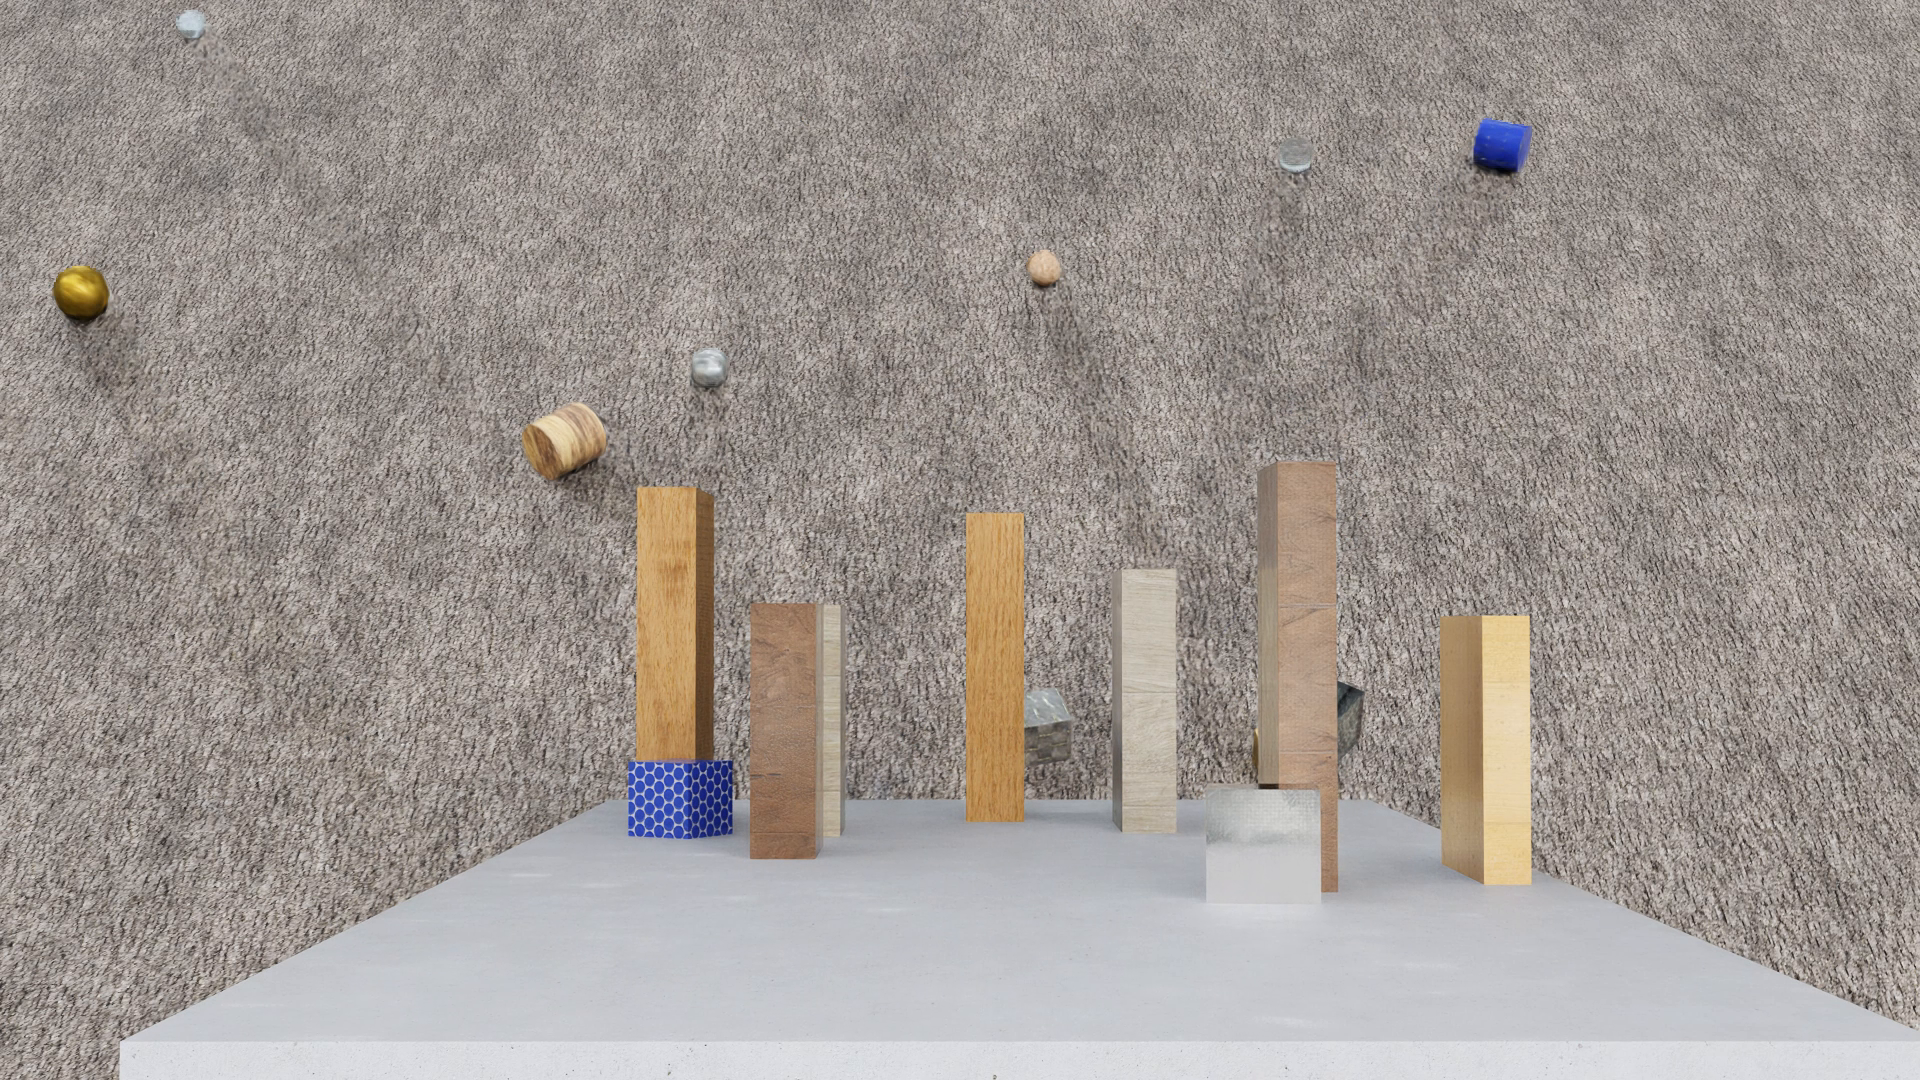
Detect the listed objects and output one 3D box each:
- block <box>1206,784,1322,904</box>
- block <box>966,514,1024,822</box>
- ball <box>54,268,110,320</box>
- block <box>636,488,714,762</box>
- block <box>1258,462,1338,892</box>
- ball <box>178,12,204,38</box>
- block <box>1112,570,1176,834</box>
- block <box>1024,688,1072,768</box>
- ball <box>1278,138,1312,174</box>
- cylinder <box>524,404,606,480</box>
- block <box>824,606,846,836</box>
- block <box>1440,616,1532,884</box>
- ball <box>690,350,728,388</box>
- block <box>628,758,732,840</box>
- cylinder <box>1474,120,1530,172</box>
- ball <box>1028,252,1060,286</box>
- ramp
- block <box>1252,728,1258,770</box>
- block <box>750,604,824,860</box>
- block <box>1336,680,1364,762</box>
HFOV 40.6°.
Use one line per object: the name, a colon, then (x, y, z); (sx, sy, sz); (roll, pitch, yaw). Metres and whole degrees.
block: (0.509, 0.508, 4.365); (0.187, 0.187, 0.187); (0, -2, 6)
block: (0.082, 0.302, 6.222); (0.135, 0.722, 0.279); (0, -2, 0)
ball: (-3.043, -0.853, 9.000); (0.180, 0.180, 0.180); (0, 35, 0)
block: (-0.657, 0.273, 6.024); (0.132, 0.769, 0.431); (0, -2, 0)
block: (0.597, 0.239, 4.618); (0.101, 0.741, 0.305); (0, -2, 0)
ball: (-3.228, -2.162, 10.909); (0.109, 0.109, 0.109); (0, 35, 0)
block: (0.418, 0.362, 5.927); (0.119, 0.582, 0.380); (0, -2, 0)
block: (0.216, 0.514, 7.105); (0.142, 0.142, 0.142); (-9, 36, -12)
ball: (1.281, -1.464, 9.908); (0.129, 0.129, 0.129); (0, 35, 0)
cylinder: (-1.252, -0.313, 8.233); (0.186, 0.186, 0.186); (29, 45, 35)
block: (-0.305, 0.397, 5.773); (0.089, 0.502, 0.261); (0, -2, 0)
block: (0.967, 0.378, 4.798); (0.083, 0.475, 0.407); (0, -2, 0)
ball: (-0.834, -0.572, 8.651); (0.125, 0.125, 0.125); (0, 35, 0)
block: (-0.611, 0.565, 5.688); (0.162, 0.162, 0.162); (-1, -2, 31)
cylinder: (2.069, -1.505, 9.930); (0.170, 0.170, 0.170); (15, 38, 20)
ball: (0.299, -0.960, 9.207); (0.117, 0.117, 0.117); (0, 35, 0)
ramp: (0.078, 0.667, 4.848); (2.000, 0.100, 4.000); (0, -2, 0)
block: (0.863, 0.582, 7.037); (0.109, 0.109, 0.109); (-7, 36, -9)
block: (-0.348, 0.380, 5.253); (0.128, 0.502, 0.307); (0, -2, 0)
block: (0.985, 0.493, 7.110); (0.169, 0.169, 0.169); (23, 41, 29)
